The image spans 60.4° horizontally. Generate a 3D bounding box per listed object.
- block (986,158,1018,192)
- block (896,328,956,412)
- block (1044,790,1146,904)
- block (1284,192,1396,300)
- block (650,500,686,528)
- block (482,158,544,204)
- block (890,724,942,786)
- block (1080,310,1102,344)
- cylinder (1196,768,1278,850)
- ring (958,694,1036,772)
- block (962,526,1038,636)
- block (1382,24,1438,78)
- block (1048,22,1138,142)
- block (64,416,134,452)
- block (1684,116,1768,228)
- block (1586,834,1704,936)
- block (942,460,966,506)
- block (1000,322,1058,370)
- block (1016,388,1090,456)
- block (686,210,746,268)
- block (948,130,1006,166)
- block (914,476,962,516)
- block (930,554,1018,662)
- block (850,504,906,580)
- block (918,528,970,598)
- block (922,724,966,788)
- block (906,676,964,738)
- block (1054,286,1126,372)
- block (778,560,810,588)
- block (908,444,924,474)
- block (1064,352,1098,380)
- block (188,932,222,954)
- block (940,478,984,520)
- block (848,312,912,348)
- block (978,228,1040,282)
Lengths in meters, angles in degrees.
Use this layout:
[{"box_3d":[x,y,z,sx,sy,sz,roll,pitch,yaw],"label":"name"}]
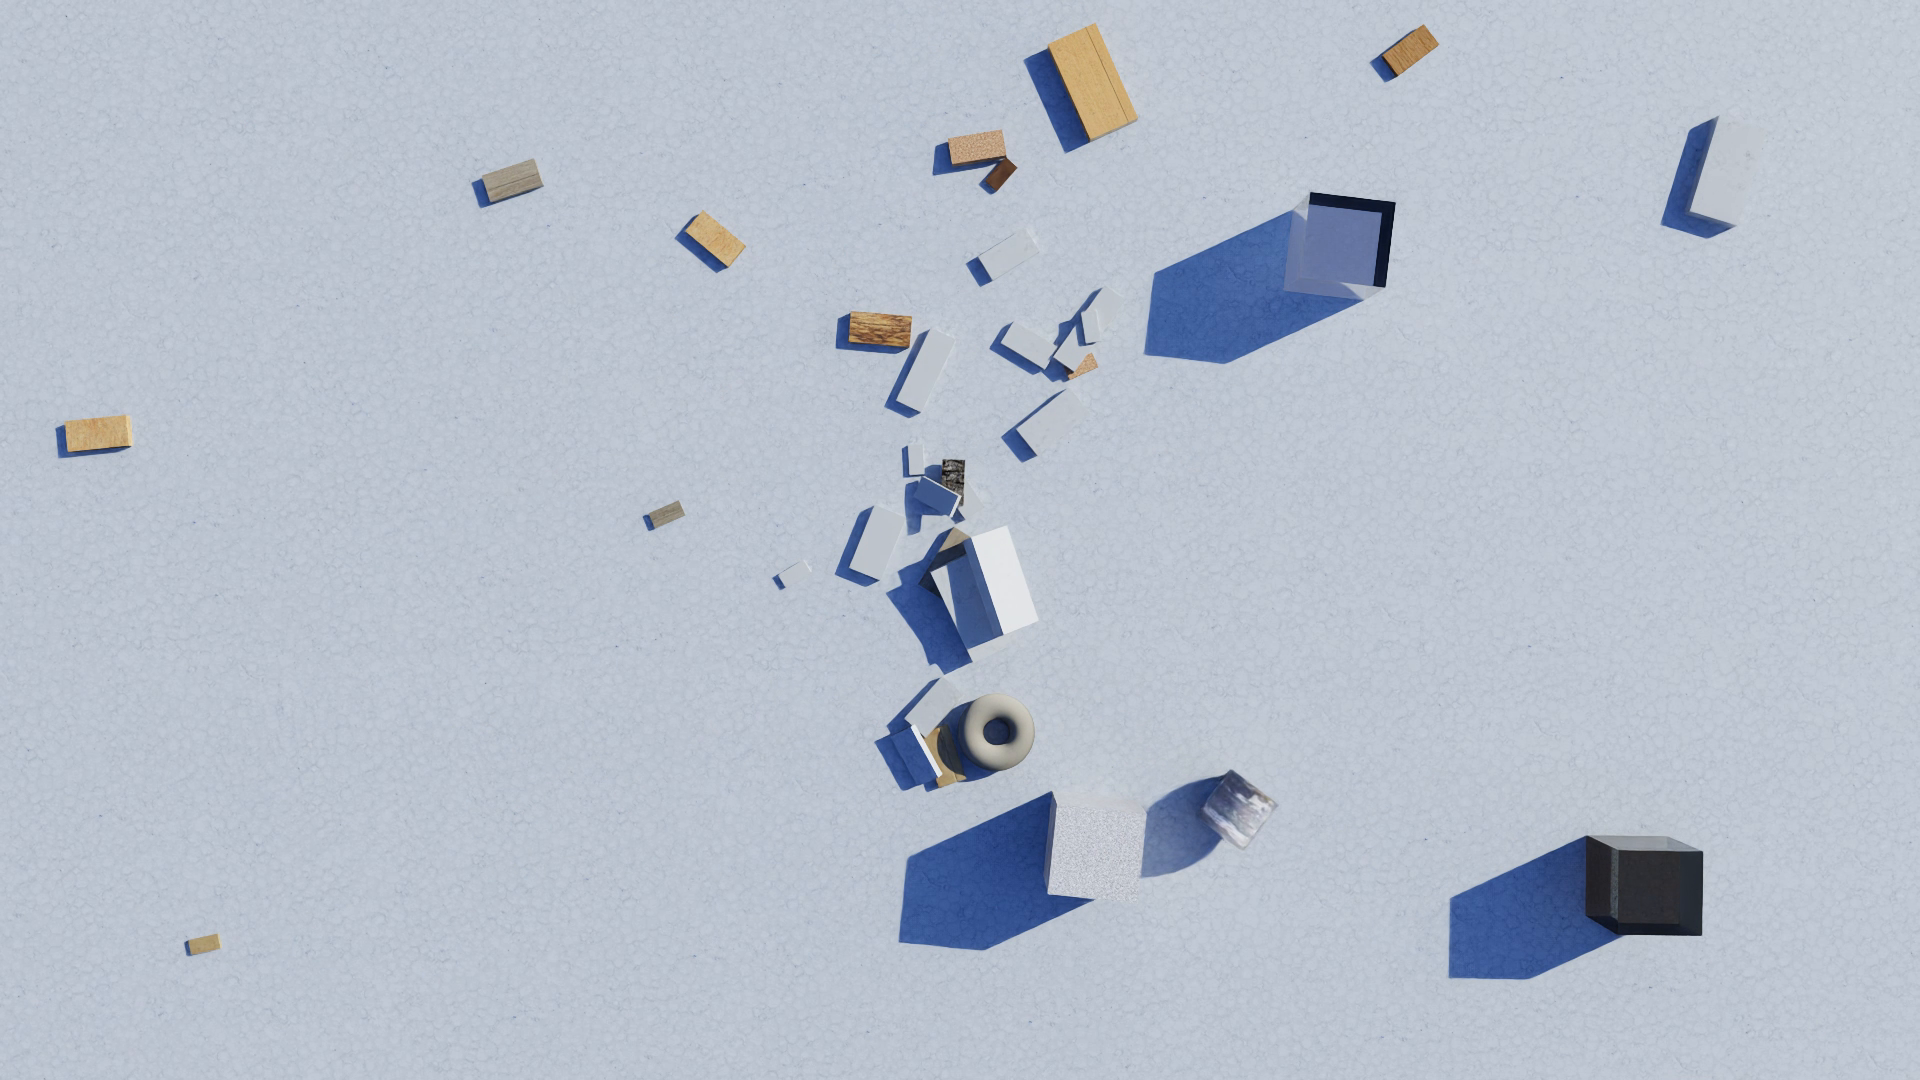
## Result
[{"box_3d":[0.138,-1.217,5.493,0.052,0.015,0.104,41,90,0],"label":"block"},{"box_3d":[-0.113,-0.565,5.487,0.092,0.026,0.268,26,90,0],"label":"block"},{"box_3d":[0.434,0.992,5.357,0.285,0.285,0.285,6,90,0],"label":"block"},{"box_3d":[1.229,-0.951,5.363,0.274,0.274,0.274,7,90,0],"label":"block"},{"box_3d":[-0.975,-0.086,5.492,0.109,0.015,0.054,-23,90,0],"label":"block"},{"box_3d":[-1.487,-1.195,5.487,0.183,0.026,0.091,-18,90,0],"label":"block"},{"box_3d":[-0.145,0.713,5.463,0.095,0.027,0.189,-29,90,33],"label":"block"},{"box_3d":[0.434,-0.705,5.460,0.052,0.015,0.104,-9,86,1],"label":"block"},{"box_3d":[0.907,0.883,5.405,0.190,0.190,0.190,37,90,0],"label":"cylinder"},{"box_3d":[0.120,0.636,5.458,0.258,0.086,0.258,0,90,-1],"label":"ring"},{"box_3d":[0.134,0.135,5.427,0.167,0.047,0.333,-19,90,-41],"label":"block"},{"box_3d":[1.498,-1.628,5.488,0.171,0.024,0.085,-37,90,0],"label":"block"},{"box_3d":[0.440,-1.517,5.476,0.172,0.049,0.345,-24,90,0],"label":"block"},{"box_3d":[-2.863,-0.354,5.486,0.203,0.029,0.102,-6,90,0],"label":"block"},{"box_3d":[2.542,-1.222,5.476,0.167,0.047,0.333,17,90,0],"label":"block"},{"box_3d":[2.222,1.120,5.365,0.269,0.269,0.269,1,90,0],"label":"block"},{"box_3d":[-0.023,-0.191,5.468,0.076,0.022,0.152,2,90,0],"label":"block"},{"box_3d":[0.231,-0.648,5.488,0.171,0.024,0.086,31,90,0],"label":"block"},{"box_3d":[0.310,-0.394,5.484,0.225,0.032,0.113,-39,90,0],"label":"block"},{"box_3d":[-0.812,-1.002,5.487,0.183,0.026,0.091,40,90,0],"label":"block"},{"box_3d":[0.057,-1.302,5.479,0.183,0.026,0.091,-9,80,0],"label":"block"},{"box_3d":[-0.075,-0.144,5.451,0.152,0.022,0.076,29,102,25],"label":"block"},{"box_3d":[0.047,0.220,5.454,0.167,0.047,0.333,-26,96,-4],"label":"block"},{"box_3d":[-0.273,0.009,5.484,0.113,0.032,0.225,22,90,0],"label":"block"},{"box_3d":[-0.031,0.081,5.484,0.112,0.032,0.225,32,90,0],"label":"block"},{"box_3d":[-0.055,0.718,5.487,0.095,0.027,0.189,-19,90,0],"label":"block"},{"box_3d":[-0.085,0.554,5.471,0.094,0.027,0.189,41,87,12],"label":"block"},{"box_3d":[0.430,-0.701,5.479,0.086,0.024,0.294,35,88,4],"label":"block"},{"box_3d":[-0.550,0.112,5.493,0.099,0.014,0.050,-31,90,0],"label":"block"},{"box_3d":[-0.146,-0.268,5.493,0.049,0.014,0.099,-3,90,0],"label":"block"},{"box_3d":[0.402,-0.578,5.493,0.104,0.015,0.052,-24,90,0],"label":"block"},{"box_3d":[-2.513,1.345,5.493,0.099,0.014,0.050,-13,90,0],"label":"block"},{"box_3d":[0.008,-0.151,5.489,0.076,0.022,0.152,-34,90,0],"label":"block"},{"box_3d":[-0.264,-0.700,5.486,0.203,0.029,0.102,5,90,0],"label":"block"},{"box_3d":[0.163,-0.950,5.487,0.185,0.026,0.092,-32,90,0],"label":"block"}]
